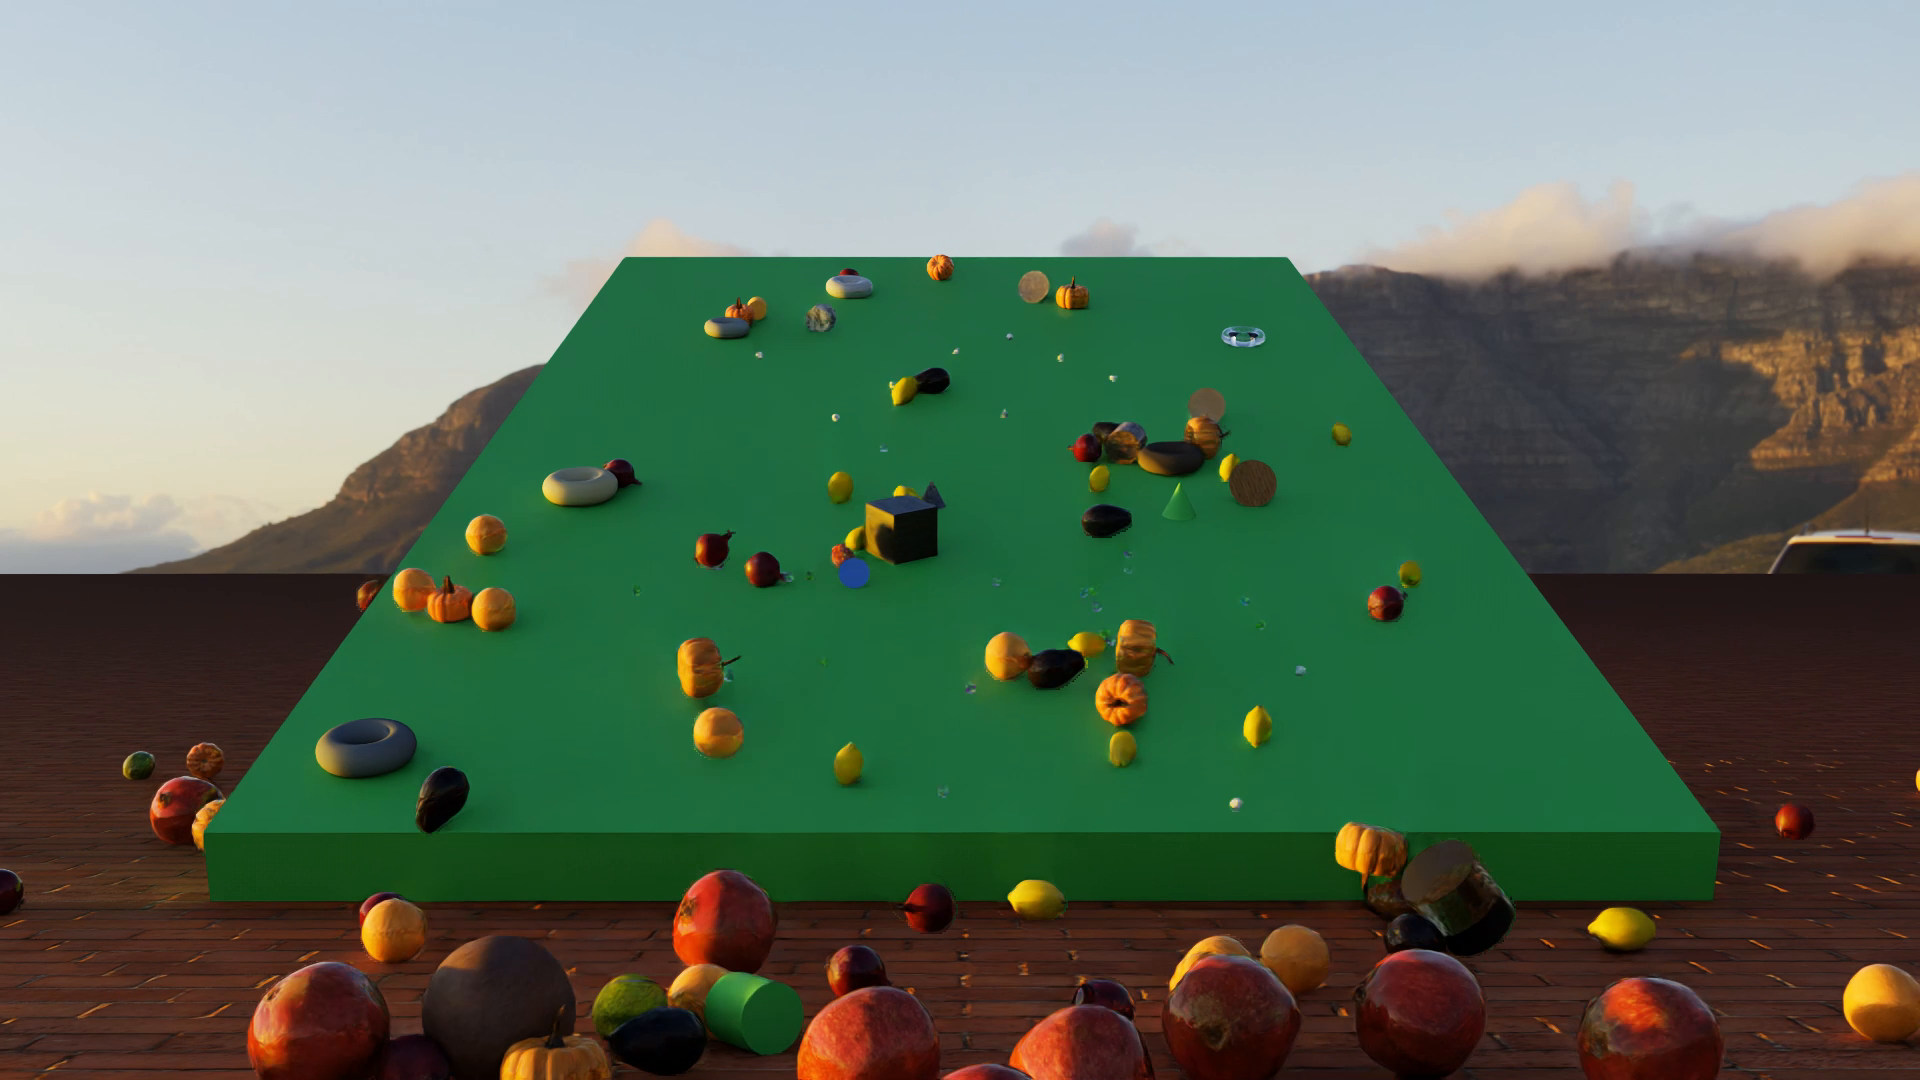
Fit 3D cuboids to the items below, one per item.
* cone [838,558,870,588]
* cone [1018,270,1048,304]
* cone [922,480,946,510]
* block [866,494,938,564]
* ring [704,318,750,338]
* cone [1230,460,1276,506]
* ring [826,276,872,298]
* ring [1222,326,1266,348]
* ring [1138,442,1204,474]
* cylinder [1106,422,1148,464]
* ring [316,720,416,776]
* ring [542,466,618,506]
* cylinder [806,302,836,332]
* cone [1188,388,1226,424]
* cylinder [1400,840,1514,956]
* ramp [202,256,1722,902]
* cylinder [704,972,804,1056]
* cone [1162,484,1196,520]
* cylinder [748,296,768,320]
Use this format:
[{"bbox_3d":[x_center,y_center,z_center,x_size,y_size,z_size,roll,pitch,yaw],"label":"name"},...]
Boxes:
[{"bbox_3d":[-0.184,0.061,3.901,0.054,0.054,0.054,0,-8,-1],"label":"cone"},{"bbox_3d":[0.219,-0.684,6.164,0.092,0.092,0.092,0,-10,23],"label":"cone"},{"bbox_3d":[-0.055,-0.091,4.319,0.055,0.055,0.055,0,18,0],"label":"cone"},{"bbox_3d":[-0.105,-0.020,4.039,0.093,0.093,0.093,-12,22,-33],"label":"block"},{"bbox_3d":[-0.598,-0.544,5.736,0.116,0.039,0.116,1,18,0],"label":"ring"},{"bbox_3d":[0.568,-0.103,4.380,0.092,0.092,0.092,0,-8,1],"label":"cone"},{"bbox_3d":[-0.307,-0.702,6.212,0.131,0.044,0.131,2,21,-1],"label":"ring"},{"bbox_3d":[0.715,-0.513,5.648,0.112,0.037,0.112,1,17,0],"label":"ring"},{"bbox_3d":[0.431,-0.168,4.574,0.135,0.045,0.135,-1,18,0],"label":"ring"},{"bbox_3d":[0.344,-0.200,4.628,0.073,0.073,0.073,0,17,17],"label":"cylinder"},{"bbox_3d":[-0.837,0.292,3.154,0.139,0.046,0.139,-1,19,0],"label":"ring"},{"bbox_3d":[-0.741,-0.105,4.371,0.146,0.049,0.146,-1,19,0],"label":"ring"},{"bbox_3d":[-0.360,-0.575,5.788,0.065,0.065,0.065,0,18,14],"label":"cylinder"},{"bbox_3d":[0.550,-0.288,4.955,0.083,0.083,0.083,0,-9,11],"label":"cone"},{"bbox_3d":[0.560,0.403,2.519,0.091,0.091,0.091,-33,24,16],"label":"cylinder"},{"bbox_3d":[-0.004,-0.187,4.864,2.000,0.100,4.000,0,18,0],"label":"ramp"},{"bbox_3d":[-0.190,0.436,2.063,0.066,0.066,0.066,1,-1,-36],"label":"cylinder"},{"bbox_3d":[0.419,-0.080,4.270,0.066,0.066,0.066,0,18,0],"label":"cone"},{"bbox_3d":[-0.537,-0.613,5.925,0.052,0.052,0.052,0,18,-4],"label":"cylinder"}]
